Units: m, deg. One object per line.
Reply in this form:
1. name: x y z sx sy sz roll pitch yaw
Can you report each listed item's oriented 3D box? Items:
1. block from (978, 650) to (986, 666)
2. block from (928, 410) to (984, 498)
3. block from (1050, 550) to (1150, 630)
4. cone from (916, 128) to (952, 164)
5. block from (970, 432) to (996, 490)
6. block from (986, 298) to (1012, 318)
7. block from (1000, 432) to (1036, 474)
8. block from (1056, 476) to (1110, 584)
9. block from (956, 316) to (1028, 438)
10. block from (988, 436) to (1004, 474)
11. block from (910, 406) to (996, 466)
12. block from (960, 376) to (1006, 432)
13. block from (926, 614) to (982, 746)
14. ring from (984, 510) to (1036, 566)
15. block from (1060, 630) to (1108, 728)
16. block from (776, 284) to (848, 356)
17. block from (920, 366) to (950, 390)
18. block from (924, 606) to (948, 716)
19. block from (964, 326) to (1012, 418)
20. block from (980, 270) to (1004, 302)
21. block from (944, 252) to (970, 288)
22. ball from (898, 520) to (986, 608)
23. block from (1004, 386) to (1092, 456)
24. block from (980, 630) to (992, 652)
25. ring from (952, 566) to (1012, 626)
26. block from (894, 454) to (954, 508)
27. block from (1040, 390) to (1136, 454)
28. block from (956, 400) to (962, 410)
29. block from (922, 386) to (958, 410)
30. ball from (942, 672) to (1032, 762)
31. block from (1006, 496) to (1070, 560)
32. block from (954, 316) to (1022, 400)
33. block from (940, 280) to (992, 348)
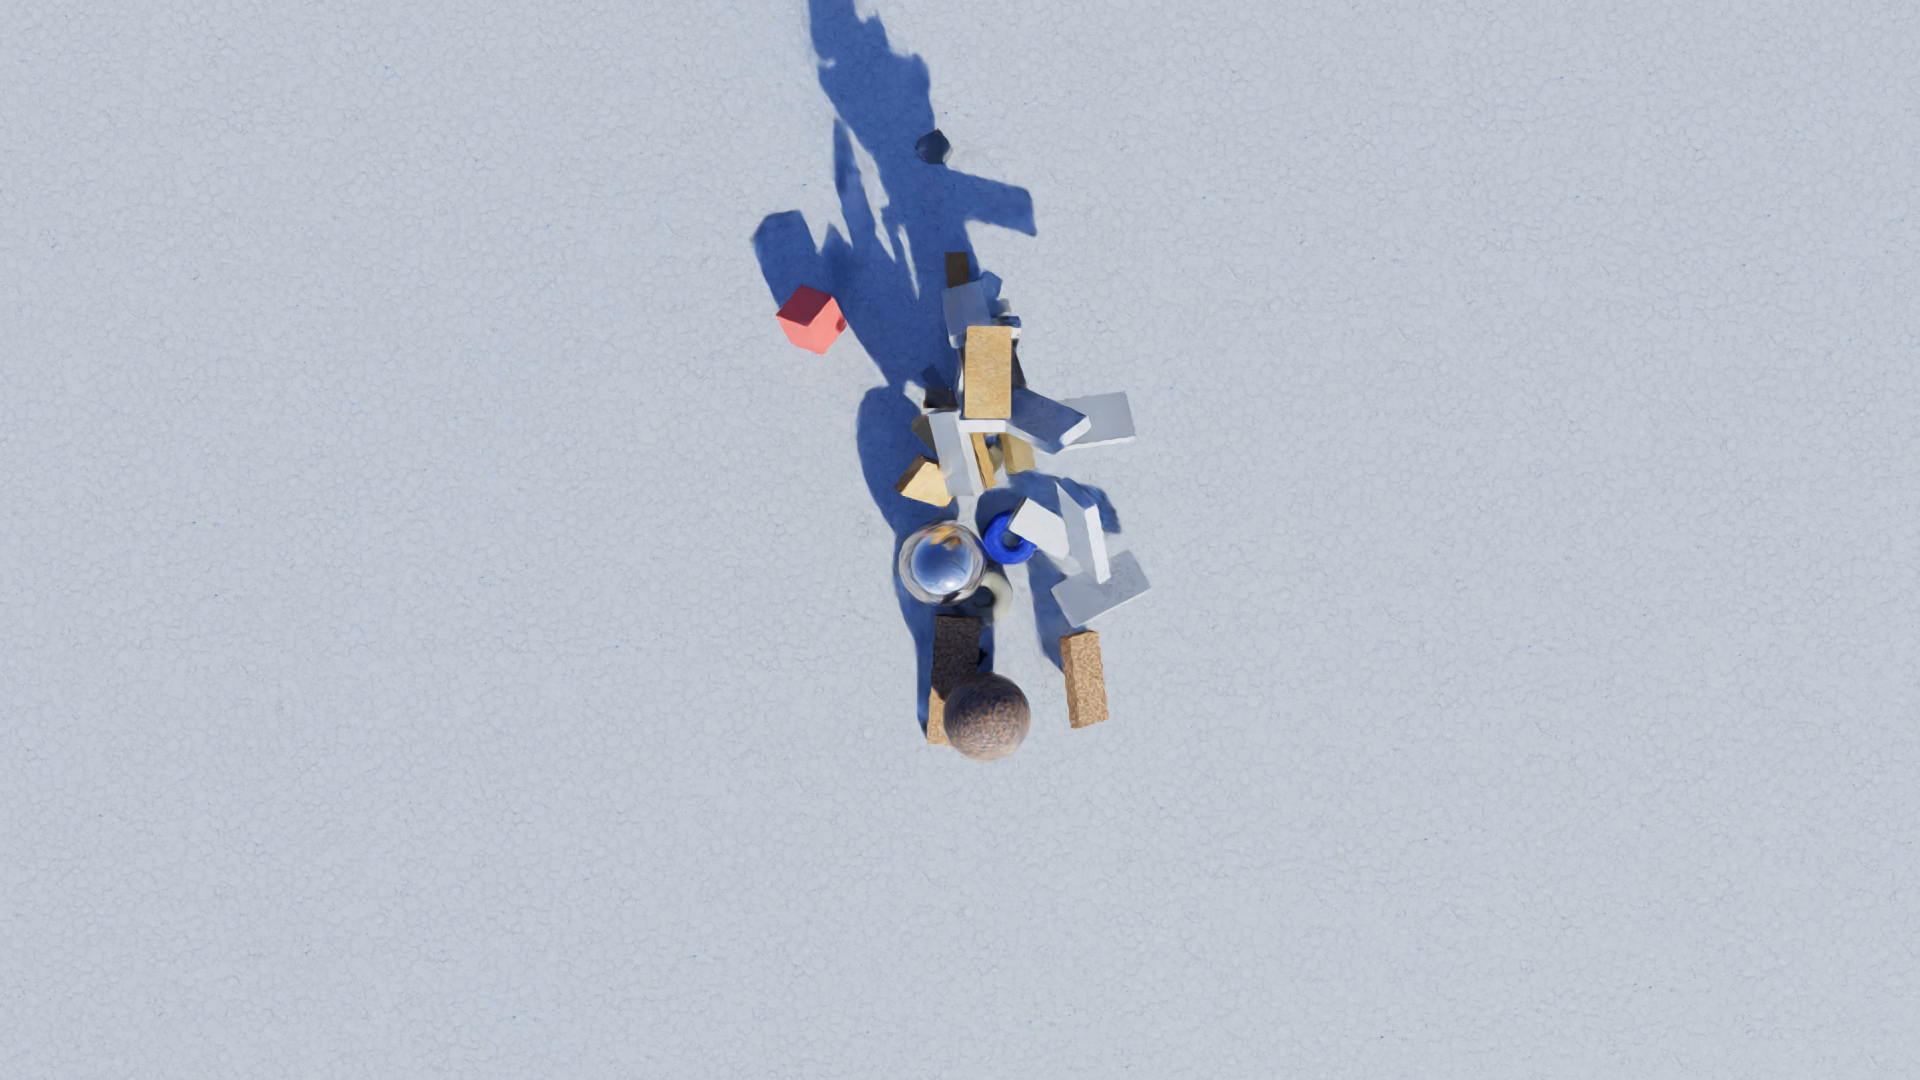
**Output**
1. block: 0.030 0.370 5.492 0.111 0.016 0.055 35 90 0
2. block: -0.013 -0.262 4.997 0.037 0.132 0.264 -22 104 -35
3. block: 0.456 0.158 5.331 0.297 0.042 0.148 -25 79 -22
4. cone: -0.077 -1.323 5.443 0.120 0.120 0.120 9 49 0
5. block: 0.060 -0.272 5.132 0.033 0.115 0.229 -16 86 -8
6. block: 0.074 -0.672 5.295 0.167 0.334 0.047 -15 76 -4
7. block: 0.171 -0.327 5.159 0.033 0.115 0.230 -9 95 37
8. block: 0.352 -0.027 4.701 0.042 0.298 0.149 -29 45 -14
9. block: 0.106 -0.500 5.069 0.167 0.047 0.334 -18 91 -11
10. block: 0.112 -0.270 5.468 0.068 0.019 0.136 42 74 -8
11. block: -0.021 -0.309 5.244 0.132 0.037 0.264 -22 129 34
12. block: 0.070 -0.407 4.907 0.131 0.262 0.037 0 125 3
13. block: -0.021 0.464 5.442 0.148 0.042 0.433 4 99 -1
14. ring: 0.168 -0.006 5.470 0.184 0.061 0.184 0 89 0
15. block: 0.407 0.453 5.392 0.042 0.148 0.297 -4 94 44
16. block: -0.484 -0.718 5.384 0.142 0.142 0.142 23 66 31
17. block: -0.082 -0.527 5.485 0.052 0.015 0.104 -36 82 2
18. block: -0.078 0.378 5.491 0.055 0.016 0.412 4 90 0
19. block: 0.082 -0.482 4.750 0.131 0.037 0.262 1 96 1
20. block: 0.088 -0.793 5.308 0.073 0.021 0.146 26 61 -19
21. block: -0.004 -0.824 5.479 0.073 0.021 0.264 -4 91 -12
22. ball: -0.056 0.075 5.323 0.283 0.283 0.283 0 90 0
23. block: 0.227 -0.356 4.881 0.149 0.319 0.042 -37 129 -20
24. block: 0.049 0.324 5.482 0.111 0.016 0.055 21 75 -4
25. ring: 0.072 0.185 5.465 0.206 0.069 0.206 0 88 1
26. block: -0.086 -0.183 5.166 0.037 0.264 0.132 46 106 28
27. block: 0.379 -0.361 5.057 0.298 0.042 0.149 -9 76 -14
28. block: 0.050 -0.410 5.408 0.136 0.068 0.019 31 110 -10
29. block: -0.048 -0.463 5.447 0.140 0.020 0.070 8 95 -3
30. ball: 0.086 0.568 5.296 0.286 0.286 0.286 0 90 0
31. block: 0.264 -0.038 5.248 0.230 0.033 0.115 29 94 -28
32. block: 0.085 -0.577 5.249 0.167 0.339 0.047 -4 56 -11
33. block: 0.021 -0.692 5.027 0.131 0.519 0.037 -14 114 3
